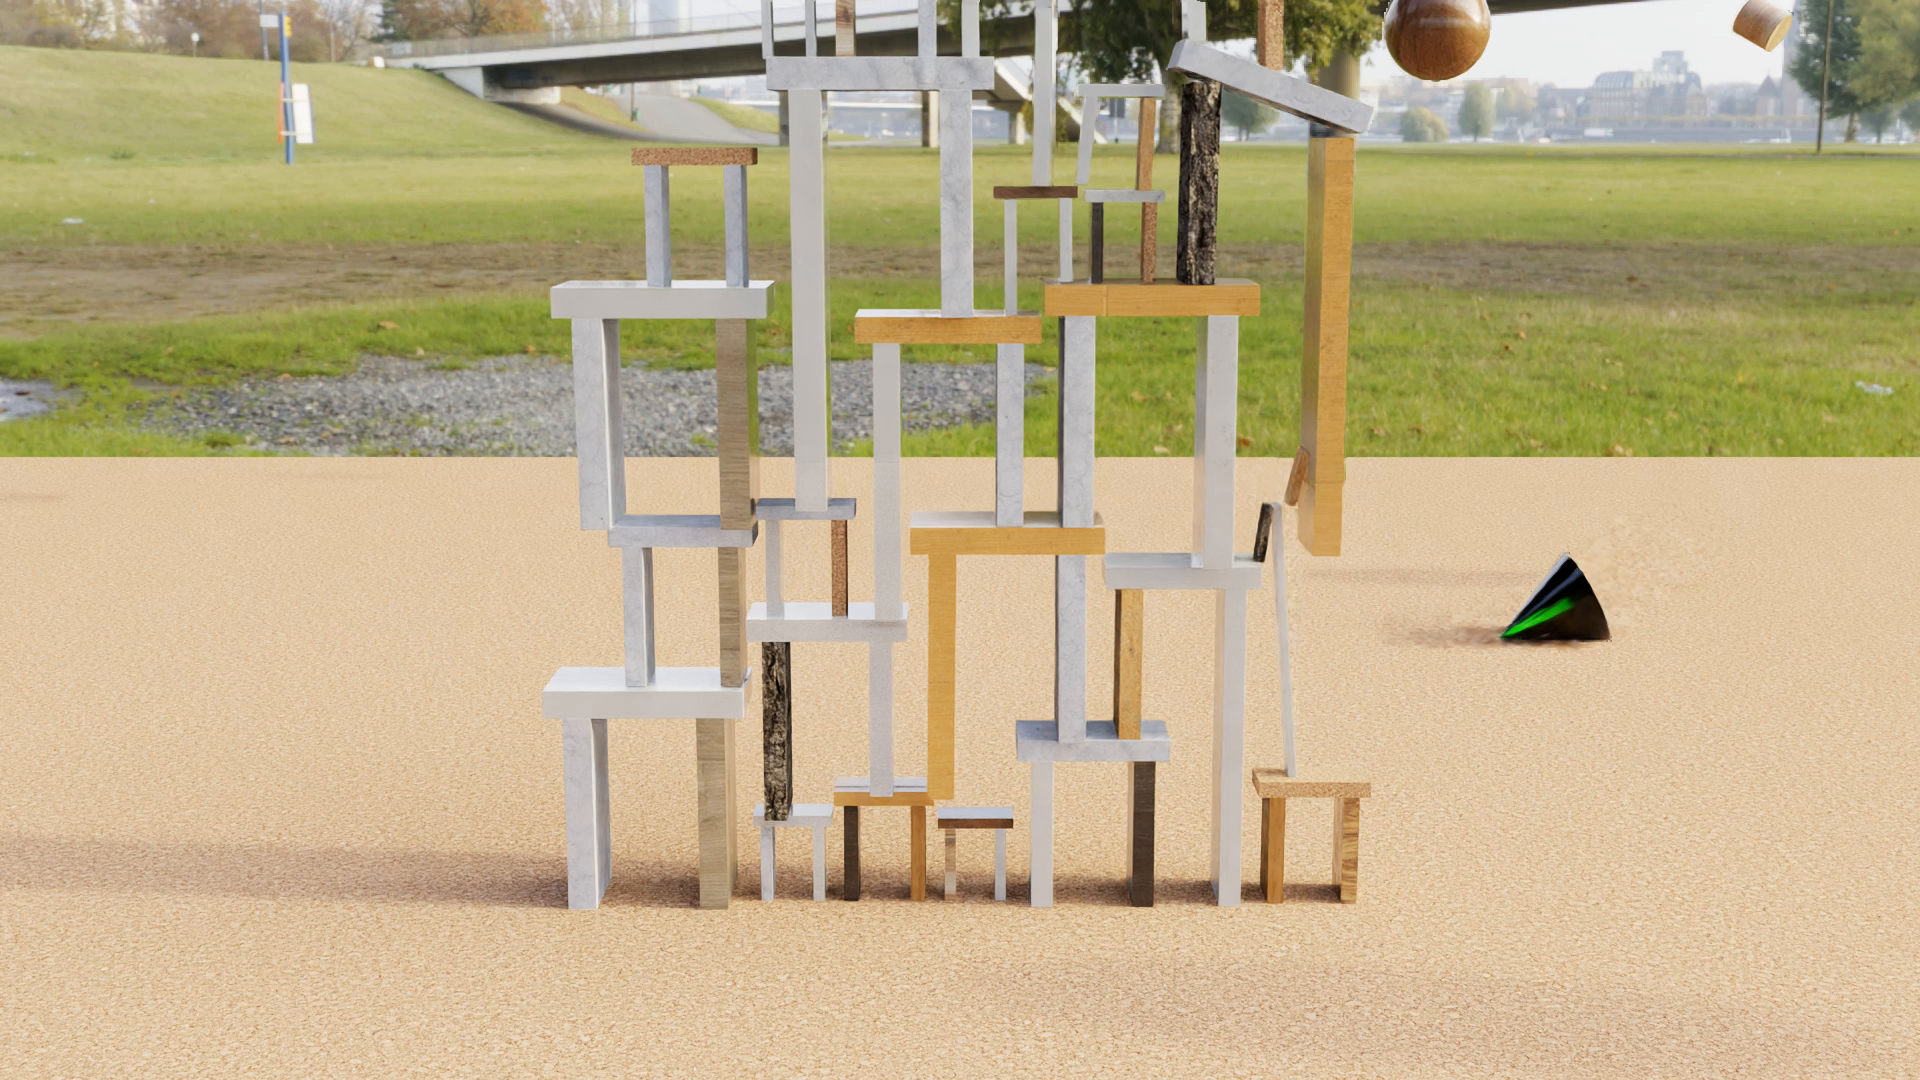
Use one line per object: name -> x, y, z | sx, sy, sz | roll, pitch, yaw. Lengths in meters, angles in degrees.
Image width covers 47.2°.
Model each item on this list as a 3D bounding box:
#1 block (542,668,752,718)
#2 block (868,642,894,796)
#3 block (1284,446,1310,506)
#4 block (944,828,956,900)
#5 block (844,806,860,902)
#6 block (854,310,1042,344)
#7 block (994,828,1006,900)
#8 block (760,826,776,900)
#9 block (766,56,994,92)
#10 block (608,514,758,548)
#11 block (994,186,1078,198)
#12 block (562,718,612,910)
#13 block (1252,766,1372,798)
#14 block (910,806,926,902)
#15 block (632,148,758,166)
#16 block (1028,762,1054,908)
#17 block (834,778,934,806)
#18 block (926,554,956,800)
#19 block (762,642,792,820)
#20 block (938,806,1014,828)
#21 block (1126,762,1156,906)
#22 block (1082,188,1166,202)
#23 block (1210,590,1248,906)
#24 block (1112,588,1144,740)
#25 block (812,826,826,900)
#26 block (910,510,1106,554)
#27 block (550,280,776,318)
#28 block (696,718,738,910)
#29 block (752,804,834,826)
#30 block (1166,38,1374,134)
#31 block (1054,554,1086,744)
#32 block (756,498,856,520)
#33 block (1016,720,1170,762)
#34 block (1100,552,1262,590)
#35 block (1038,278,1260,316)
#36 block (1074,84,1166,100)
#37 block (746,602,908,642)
block -> -0.509, 0.250, 3.610 | 0.322, 0.046, 0.161 | 0, 11, 0
block -> -0.128, 0.278, 3.611 | 0.037, 0.258, 0.129 | 0, 11, 0
block -> 0.542, -0.103, 3.542 | 0.013, 0.091, 0.045 | 12, 13, -4
block -> -0.016, 0.530, 3.654 | 0.018, 0.124, 0.062 | 0, 11, 0
block -> -0.179, 0.509, 3.657 | 0.023, 0.165, 0.082 | 0, 11, 0
block -> -0.018, -0.340, 3.494 | 0.291, 0.041, 0.145 | 0, 11, 0
block -> 0.067, 0.530, 3.654 | 0.018, 0.124, 0.062 | 0, 11, 0
block -> -0.319, 0.527, 3.654 | 0.018, 0.129, 0.064 | 0, 11, 0
block -> -0.121, -0.724, 3.419 | 0.346, 0.049, 0.173 | 0, 11, 0
block -> -0.447, -0.015, 3.561 | 0.230, 0.033, 0.115 | 0, 11, 0
block -> 0.118, -0.545, 3.444 | 0.131, 0.018, 0.065 | 0, 10, 3
block -> -0.616, 0.431, 3.643 | 0.046, 0.322, 0.161 | 0, 11, 0
block -> 0.579, 0.399, 3.630 | 0.182, 0.026, 0.091 | 0, 11, 0
block -> -0.069, 0.509, 3.657 | 0.023, 0.165, 0.082 | 0, 11, 0
block -> -0.415, -0.602, 3.448 | 0.186, 0.026, 0.093 | 0, 10, 0
block -> 0.134, 0.469, 3.643 | 0.035, 0.248, 0.124 | 0, 11, 0
block -> -0.124, 0.416, 3.639 | 0.165, 0.023, 0.082 | 0, 11, 0
block -> -0.030, 0.208, 3.594 | 0.044, 0.403, 0.154 | 1, 11, 0
block -> -0.300, 0.298, 3.615 | 0.037, 0.299, 0.129 | 0, 11, 0
block -> 0.025, 0.460, 3.641 | 0.124, 0.018, 0.062 | 0, 11, 0
block -> 0.300, 0.468, 3.646 | 0.035, 0.247, 0.124 | 0, 11, 0
block -> 0.256, -0.541, 3.456 | 0.125, 0.018, 0.063 | 1, 11, -1
block -> 0.441, 0.329, 3.620 | 0.035, 0.532, 0.125 | 0, 11, 0
block -> 0.274, 0.190, 3.593 | 0.035, 0.249, 0.125 | 0, 10, -1
block -> -0.233, 0.527, 3.654 | 0.018, 0.129, 0.064 | 0, 10, 0
block -> 0.076, -0.012, 3.553 | 0.309, 0.044, 0.154 | 0, 11, 0
block -> -0.467, -0.382, 3.491 | 0.334, 0.047, 0.167 | 0, 11, 0
block -> -0.402, 0.431, 3.643 | 0.046, 0.322, 0.161 | 0, 11, 0
block -> -0.276, 0.455, 3.640 | 0.129, 0.018, 0.064 | 0, 11, 0
block -> 0.481, -0.704, 3.425 | 0.307, 0.043, 0.153 | 19, 10, -4
block -> 0.180, 0.161, 3.585 | 0.044, 0.309, 0.154 | 0, 11, 0
block -> -0.248, -0.050, 3.549 | 0.158, 0.022, 0.079 | 0, 11, 0
block -> 0.217, 0.330, 3.618 | 0.247, 0.035, 0.124 | 0, 11, 0
block -> 0.357, 0.050, 3.568 | 0.249, 0.035, 0.125 | 0, 11, 0
block -> 0.296, -0.386, 3.486 | 0.334, 0.047, 0.167 | 0, 11, -1
block -> 0.249, -0.698, 3.424 | 0.134, 0.019, 0.067 | 1, 9, -2
block -> -0.214, 0.133, 3.584 | 0.258, 0.037, 0.129 | 0, 11, 0
